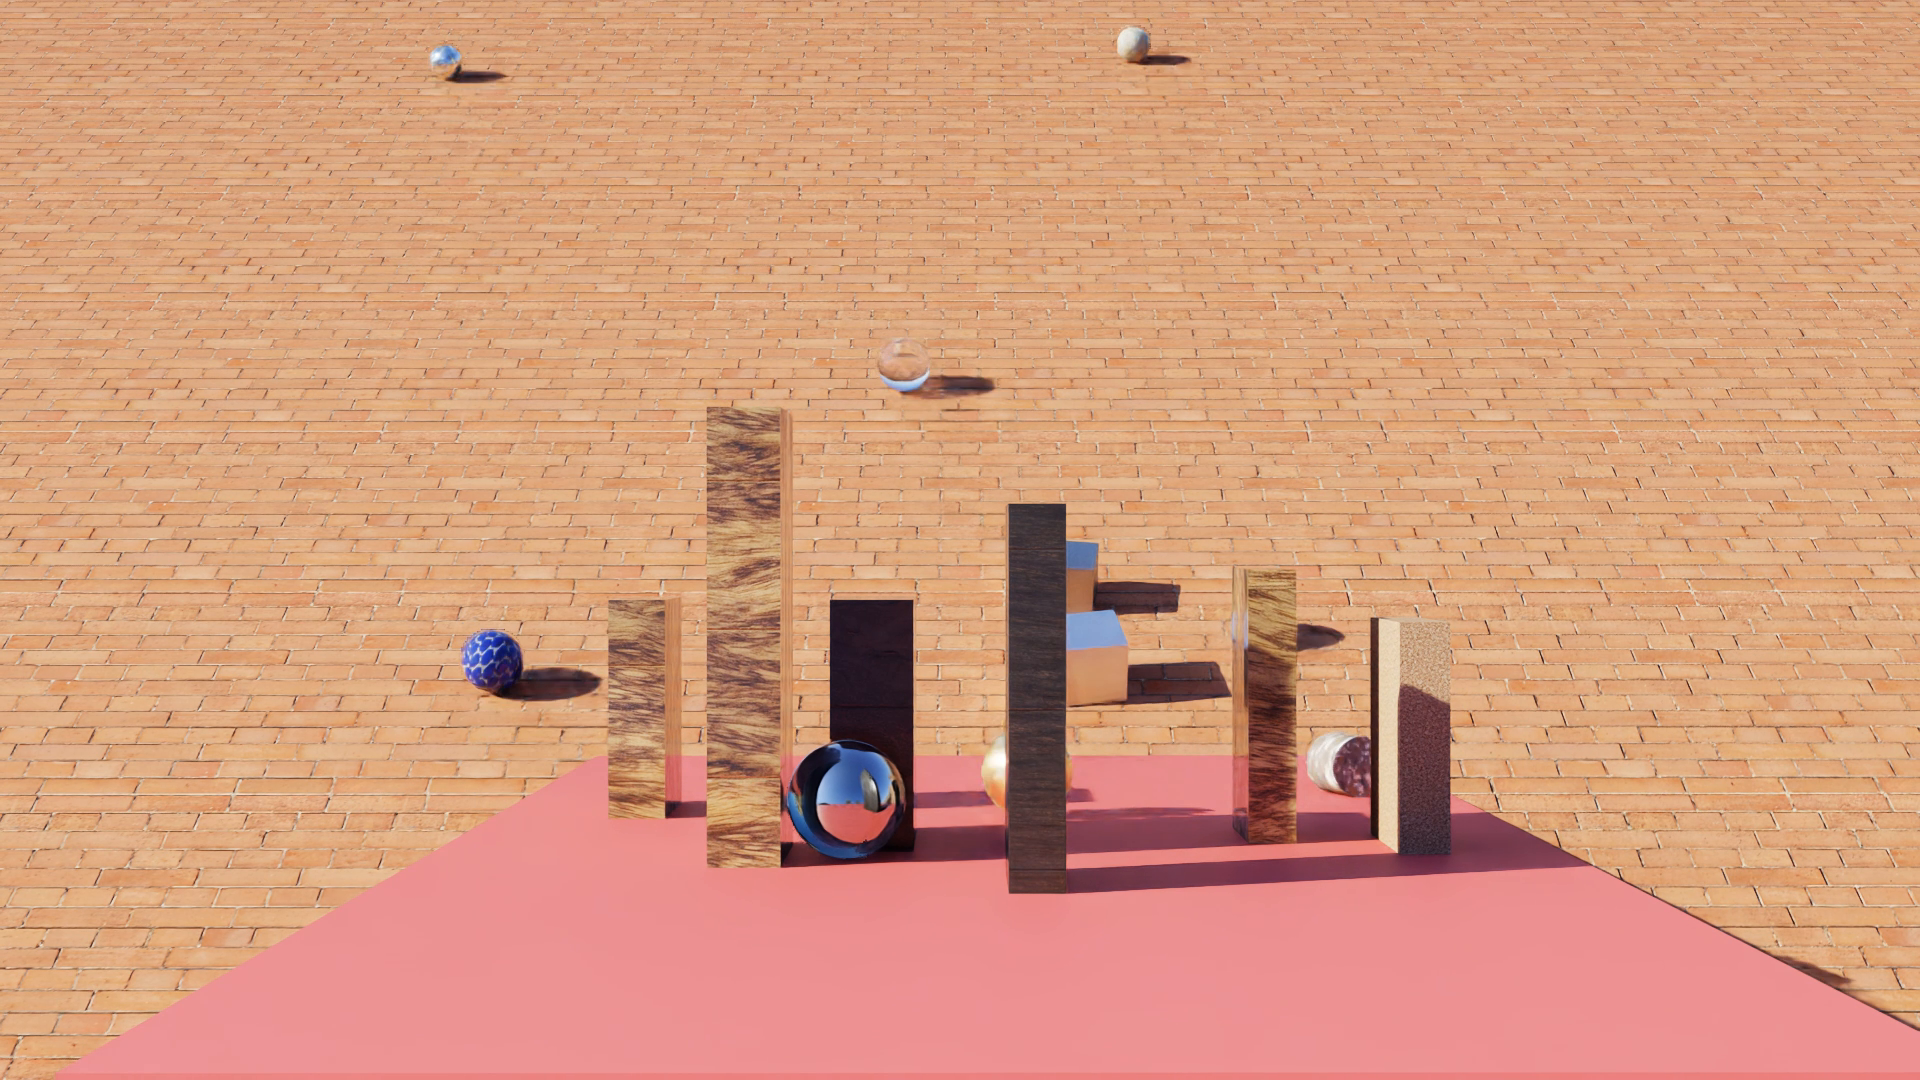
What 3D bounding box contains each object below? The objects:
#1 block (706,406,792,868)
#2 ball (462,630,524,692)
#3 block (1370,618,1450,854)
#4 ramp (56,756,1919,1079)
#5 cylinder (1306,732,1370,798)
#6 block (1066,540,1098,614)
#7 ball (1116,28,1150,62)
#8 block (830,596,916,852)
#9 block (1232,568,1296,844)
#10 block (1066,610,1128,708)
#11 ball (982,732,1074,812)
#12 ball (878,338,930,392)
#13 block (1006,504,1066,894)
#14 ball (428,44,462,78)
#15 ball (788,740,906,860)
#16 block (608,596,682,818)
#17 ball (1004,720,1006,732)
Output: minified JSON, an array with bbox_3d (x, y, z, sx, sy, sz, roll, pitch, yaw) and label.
[{"bbox_3d":[-0.364,0.164,4.516,0.124,0.775,0.327,0,0,0],"label":"block"},{"bbox_3d":[-1.273,0.330,7.054,0.167,0.167,0.167,0,30,0],"label":"ball"},{"bbox_3d":[0.815,0.348,4.699,0.089,0.407,0.324,0,0,0],"label":"block"},{"bbox_3d":[0.068,0.602,4.663,2.000,0.100,4.000,0,0,0],"label":"ramp"},{"bbox_3d":[0.839,0.488,5.617,0.130,0.130,0.130,-11,3,-18],"label":"cylinder"},{"bbox_3d":[0.314,0.108,7.450,0.153,0.153,0.153,4,30,7],"label":"block"},{"bbox_3d":[0.762,-2.179,11.379,0.149,0.149,0.149,0,30,0],"label":"ball"},{"bbox_3d":[-0.157,0.329,4.744,0.148,0.446,0.326,0,0,0],"label":"block"},{"bbox_3d":[0.567,0.303,4.836,0.087,0.498,0.274,0,0,0],"label":"block"},{"bbox_3d":[0.347,0.323,7.052,0.182,0.182,0.182,-5,31,-8],"label":"block"},{"bbox_3d":[0.135,0.461,5.163,0.182,0.182,0.182,0,30,0],"label":"ball"},{"bbox_3d":[-0.187,-0.582,8.610,0.177,0.177,0.177,0,30,0],"label":"ball"},{"bbox_3d":[0.120,0.247,4.161,0.090,0.607,0.271,0,0,0],"label":"block"},{"bbox_3d":[-2.224,-2.068,11.192,0.146,0.146,0.146,0,30,0],"label":"ball"},{"bbox_3d":[-0.196,0.449,4.478,0.206,0.206,0.206,0,30,0],"label":"ball"},{"bbox_3d":[-0.641,0.336,5.283,0.113,0.434,0.304,0,0,0],"label":"block"},{"bbox_3d":[0.176,0.490,6.676,0.131,0.131,0.131,0,30,0],"label":"ball"}]
